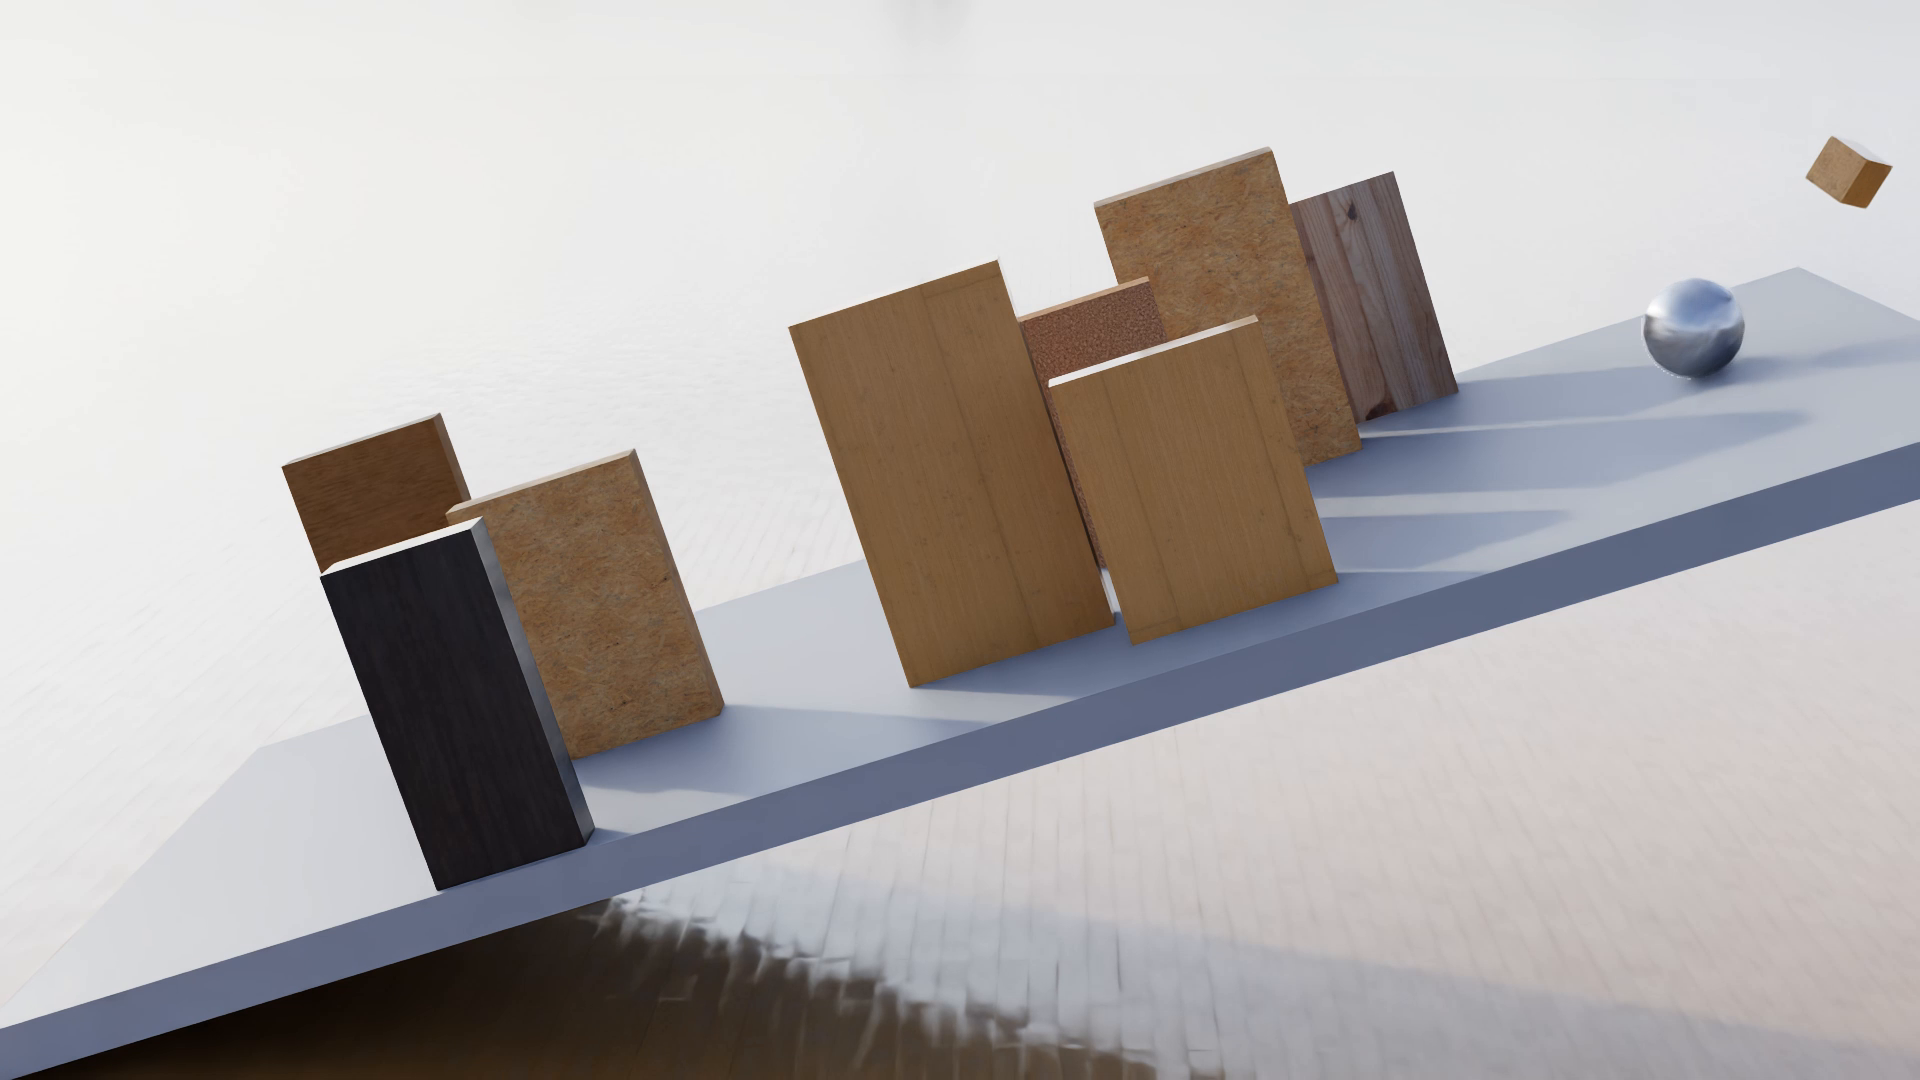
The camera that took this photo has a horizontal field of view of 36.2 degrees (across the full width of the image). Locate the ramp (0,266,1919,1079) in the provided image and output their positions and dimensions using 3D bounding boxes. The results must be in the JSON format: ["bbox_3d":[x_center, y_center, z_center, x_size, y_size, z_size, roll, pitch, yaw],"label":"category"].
[{"bbox_3d":[0.102,0.182,6.309,4.000,0.100,2.000,-17,10,5],"label":"ramp"}]

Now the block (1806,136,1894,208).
[{"bbox_3d":[1.888,-0.781,6.246,0.105,0.105,0.105,4,33,-43],"label":"block"}]

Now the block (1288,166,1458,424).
[{"bbox_3d":[0.928,-0.566,6.970,0.349,0.546,0.144,-17,10,5],"label":"block"}]

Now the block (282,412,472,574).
[{"bbox_3d":[-1.245,0.108,6.727,0.366,0.721,0.086,-17,10,5],"label":"block"}]

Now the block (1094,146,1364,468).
[{"bbox_3d":[0.607,-0.487,6.674,0.415,0.705,0.146,-17,10,5],"label":"block"}]

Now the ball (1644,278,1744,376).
[{"bbox_3d":[1.555,-0.450,6.232,0.209,0.209,0.209,0,12,0],"label":"ball"}]

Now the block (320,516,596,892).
[{"bbox_3d":[-0.924,0.304,5.433,0.294,0.626,0.115,-17,10,5],"label":"block"}]

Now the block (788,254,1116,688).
[{"bbox_3d":[-0.012,-0.134,5.776,0.425,0.754,0.119,-17,10,5],"label":"block"}]

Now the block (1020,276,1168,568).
[{"bbox_3d":[0.341,-0.248,6.299,0.304,0.560,0.096,-17,10,5],"label":"block"}]

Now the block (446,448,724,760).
[{"bbox_3d":[-0.779,0.146,6.136,0.401,0.576,0.096,-17,10,5],"label":"block"}]

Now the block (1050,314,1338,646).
[{"bbox_3d":[0.440,-0.111,5.539,0.405,0.519,0.092,-17,10,5],"label":"block"}]
